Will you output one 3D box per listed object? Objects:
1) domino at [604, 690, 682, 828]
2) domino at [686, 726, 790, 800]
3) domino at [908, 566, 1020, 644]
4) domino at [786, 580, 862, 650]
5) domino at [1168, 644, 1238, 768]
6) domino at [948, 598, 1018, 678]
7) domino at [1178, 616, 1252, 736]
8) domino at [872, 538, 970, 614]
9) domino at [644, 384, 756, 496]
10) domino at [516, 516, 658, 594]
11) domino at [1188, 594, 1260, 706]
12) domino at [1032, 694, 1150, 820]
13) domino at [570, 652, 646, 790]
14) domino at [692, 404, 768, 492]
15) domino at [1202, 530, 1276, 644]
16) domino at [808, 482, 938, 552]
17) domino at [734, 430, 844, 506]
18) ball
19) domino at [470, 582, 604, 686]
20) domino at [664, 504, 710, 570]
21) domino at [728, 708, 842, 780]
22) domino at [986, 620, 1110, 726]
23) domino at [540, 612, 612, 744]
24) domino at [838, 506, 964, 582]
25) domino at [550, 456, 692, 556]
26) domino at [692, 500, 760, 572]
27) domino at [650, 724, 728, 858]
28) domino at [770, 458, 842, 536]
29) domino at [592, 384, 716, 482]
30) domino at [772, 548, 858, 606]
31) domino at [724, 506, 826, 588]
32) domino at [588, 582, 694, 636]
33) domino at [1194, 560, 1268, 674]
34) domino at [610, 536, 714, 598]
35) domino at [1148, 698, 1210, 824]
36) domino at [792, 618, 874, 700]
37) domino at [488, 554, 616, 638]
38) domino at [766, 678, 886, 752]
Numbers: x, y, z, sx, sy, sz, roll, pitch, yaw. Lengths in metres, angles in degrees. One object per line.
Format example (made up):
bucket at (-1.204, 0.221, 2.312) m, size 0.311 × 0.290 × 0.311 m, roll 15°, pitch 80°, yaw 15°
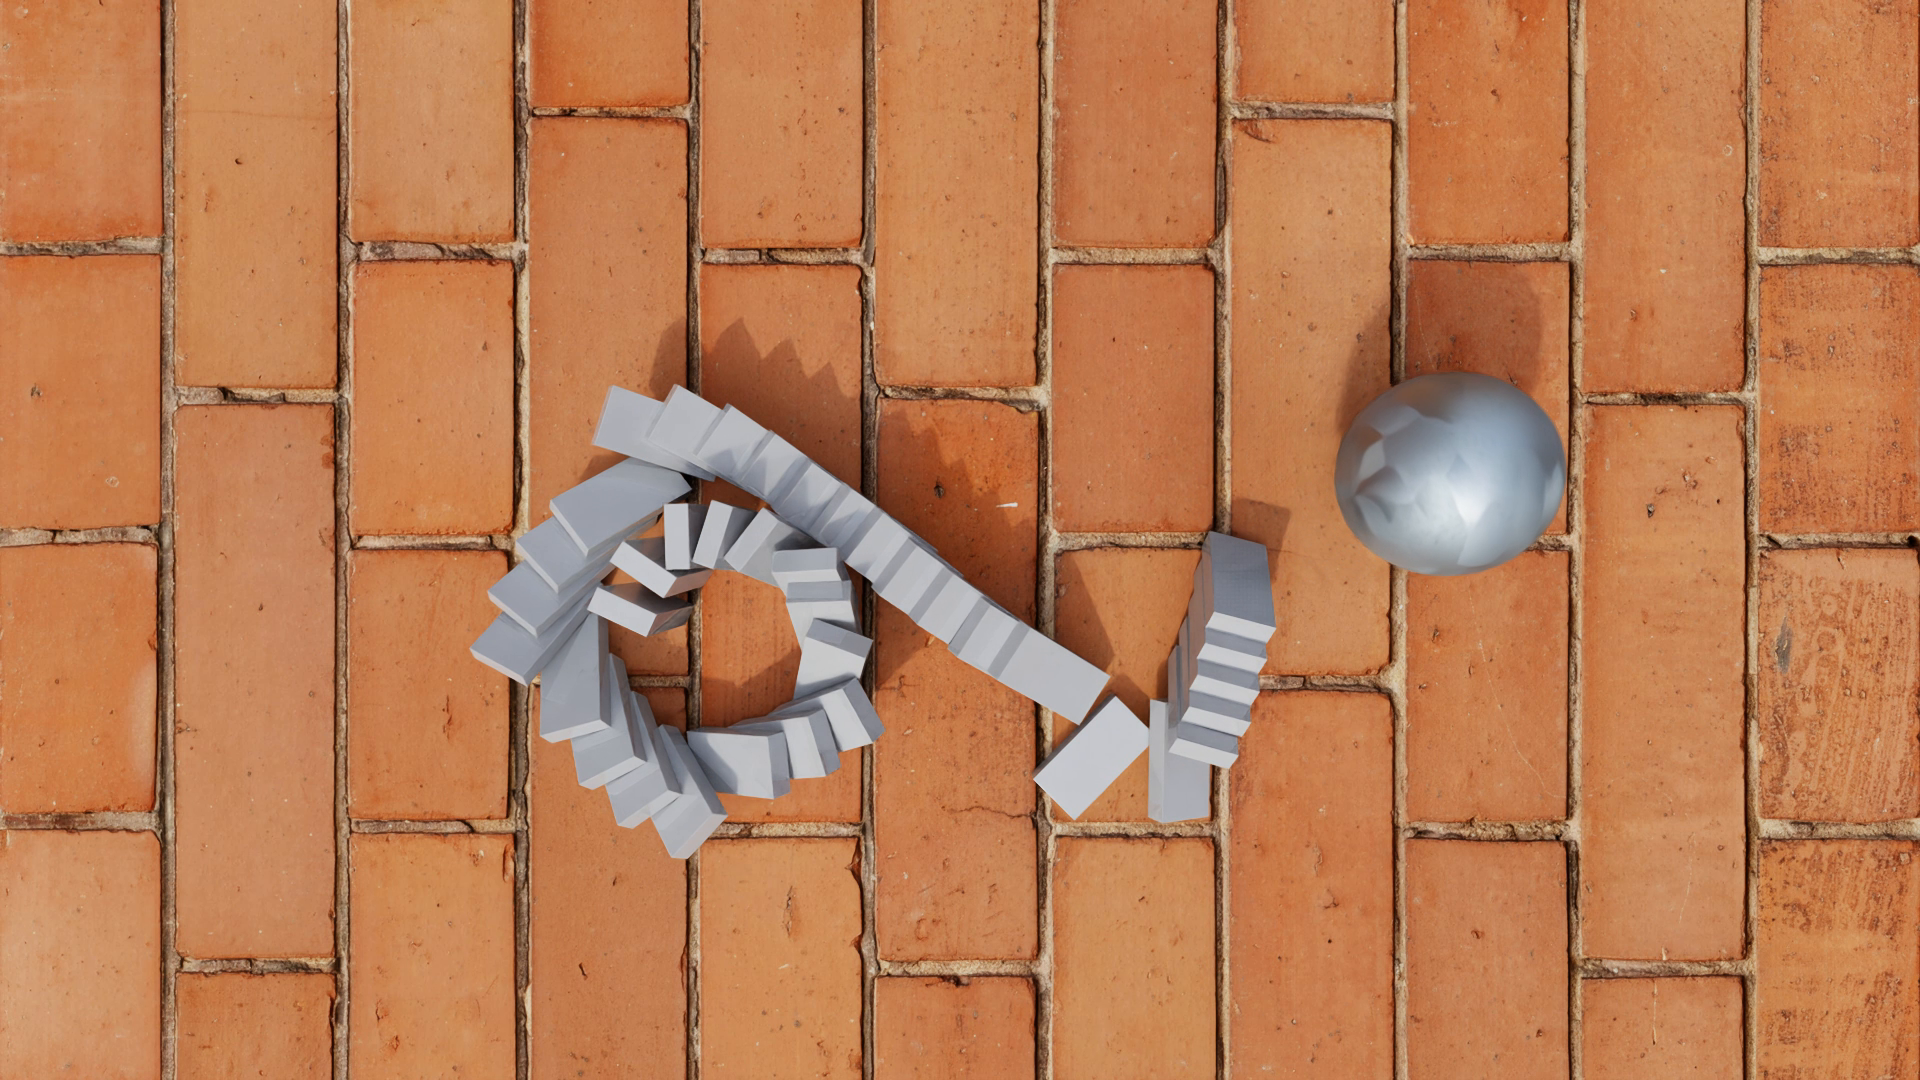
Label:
domino at (-0.137, 0.091, 0.382) m, size 0.025 × 0.009 × 0.050 m, roll -35°, pitch 58°, yaw 2°
domino at (-0.093, 0.092, 0.382) m, size 0.050 × 0.009 × 0.025 m, roll -6°, pitch 90°, yaw 35°
domino at (0.005, 0.035, 0.383) m, size 0.050 × 0.009 × 0.025 m, roll 36°, pitch 90°, yaw -32°
domino at (-0.054, 0.035, 0.377) m, size 0.025 × 0.050 × 0.010 m, roll -2°, pitch 54°, yaw 0°
domino at (0.100, 0.068, 0.378) m, size 0.025 × 0.050 × 0.009 m, roll 16°, pitch 131°, yaw -1°
domino at (0.022, 0.047, 0.383) m, size 0.050 × 0.010 × 0.025 m, roll 33°, pitch 90°, yaw -31°
domino at (0.104, 0.055, 0.378) m, size 0.025 × 0.050 × 0.010 m, roll 15°, pitch 131°, yaw 0°
domino at (-0.010, 0.023, 0.382) m, size 0.050 × 0.009 × 0.025 m, roll 38°, pitch 89°, yaw -34°
domino at (-0.102, -0.041, 0.383) m, size 0.050 × 0.009 × 0.025 m, roll 30°, pitch 88°, yaw -30°
domino at (-0.155, -0.003, 0.382) m, size 0.025 × 0.010 × 0.050 m, roll 47°, pitch 58°, yaw 1°
domino at (0.108, 0.043, 0.378) m, size 0.025 × 0.050 × 0.009 m, roll 15°, pitch 131°, yaw 1°
domino at (0.058, 0.093, 0.395) m, size 0.025 × 0.010 × 0.050 m, roll 45°, pitch 90°, yaw 0°
domino at (-0.149, 0.075, 0.383) m, size 0.025 × 0.009 × 0.050 m, roll -27°, pitch 58°, yaw 1°
domino at (-0.083, -0.032, 0.383) m, size 0.050 × 0.010 × 0.025 m, roll 36°, pitch 89°, yaw -30°
domino at (0.114, 0.019, 0.378) m, size 0.025 × 0.050 × 0.009 m, roll 15°, pitch 131°, yaw 0°
domino at (-0.036, 0.001, 0.382) m, size 0.050 × 0.010 × 0.025 m, roll 37°, pitch 90°, yaw -34°
domino at (-0.066, -0.021, 0.384) m, size 0.050 × 0.009 × 0.025 m, roll 37°, pitch 90°, yaw -30°
ball at (0.190, -0.026, 0.360) m, size 0.080 × 0.080 × 0.080 m, roll 0°, pitch 90°, yaw 0°
domino at (-0.175, 0.033, 0.381) m, size 0.025 × 0.010 × 0.050 m, roll 27°, pitch 56°, yaw 5°
domino at (-0.105, -0.001, 0.375) m, size 0.009 × 0.050 × 0.025 m, roll -1°, pitch 90°, yaw 6°
domino at (-0.074, 0.086, 0.381) m, size 0.050 × 0.009 × 0.025 m, roll -15°, pitch 93°, yaw 36°
domino at (0.038, 0.056, 0.383) m, size 0.050 × 0.009 × 0.025 m, roll 33°, pitch 90°, yaw -31°
domino at (-0.161, 0.057, 0.383) m, size 0.025 × 0.009 × 0.050 m, roll -15°, pitch 59°, yaw 0°
domino at (-0.024, 0.011, 0.381) m, size 0.050 × 0.010 × 0.025 m, roll 39°, pitch 88°, yaw -34°
domino at (-0.141, -0.017, 0.383) m, size 0.050 × 0.009 × 0.025 m, roll -37°, pitch 90°, yaw -32°
domino at (-0.089, 0.000, 0.375) m, size 0.009 × 0.050 × 0.025 m, roll 18°, pitch 90°, yaw 15°
domino at (-0.119, 0.104, 0.381) m, size 0.025 × 0.009 × 0.050 m, roll -47°, pitch 57°, yaw 4°
domino at (-0.051, -0.009, 0.383) m, size 0.050 × 0.009 × 0.025 m, roll 37°, pitch 90°, yaw -30°
domino at (-0.124, -0.044, 0.382) m, size 0.050 × 0.010 × 0.025 m, roll 18°, pitch 86°, yaw -31°
domino at (-0.058, 0.019, 0.375) m, size 0.025 × 0.050 × 0.010 m, roll -3°, pitch 63°, yaw 3°
domino at (-0.073, 0.006, 0.375) m, size 0.010 × 0.050 × 0.025 m, roll 38°, pitch 90°, yaw 23°
domino at (-0.129, 0.027, 0.375) m, size 0.025 × 0.050 × 0.010 m, roll 25°, pitch 90°, yaw 0°
domino at (0.111, 0.031, 0.378) m, size 0.025 × 0.050 × 0.009 m, roll 15°, pitch 131°, yaw 0°
domino at (-0.120, 0.010, 0.375) m, size 0.025 × 0.050 × 0.009 m, roll 34°, pitch 93°, yaw 0°
domino at (0.093, 0.093, 0.390) m, size 0.025 × 0.010 × 0.050 m, roll 1°, pitch 90°, yaw -27°
domino at (-0.053, 0.055, 0.379) m, size 0.025 × 0.050 × 0.009 m, roll 20°, pitch 47°, yaw 0°
domino at (-0.167, 0.014, 0.382) m, size 0.025 × 0.010 × 0.050 m, roll 38°, pitch 57°, yaw 3°
domino at (-0.056, 0.076, 0.380) m, size 0.050 × 0.009 × 0.025 m, roll -24°, pitch 96°, yaw 37°
